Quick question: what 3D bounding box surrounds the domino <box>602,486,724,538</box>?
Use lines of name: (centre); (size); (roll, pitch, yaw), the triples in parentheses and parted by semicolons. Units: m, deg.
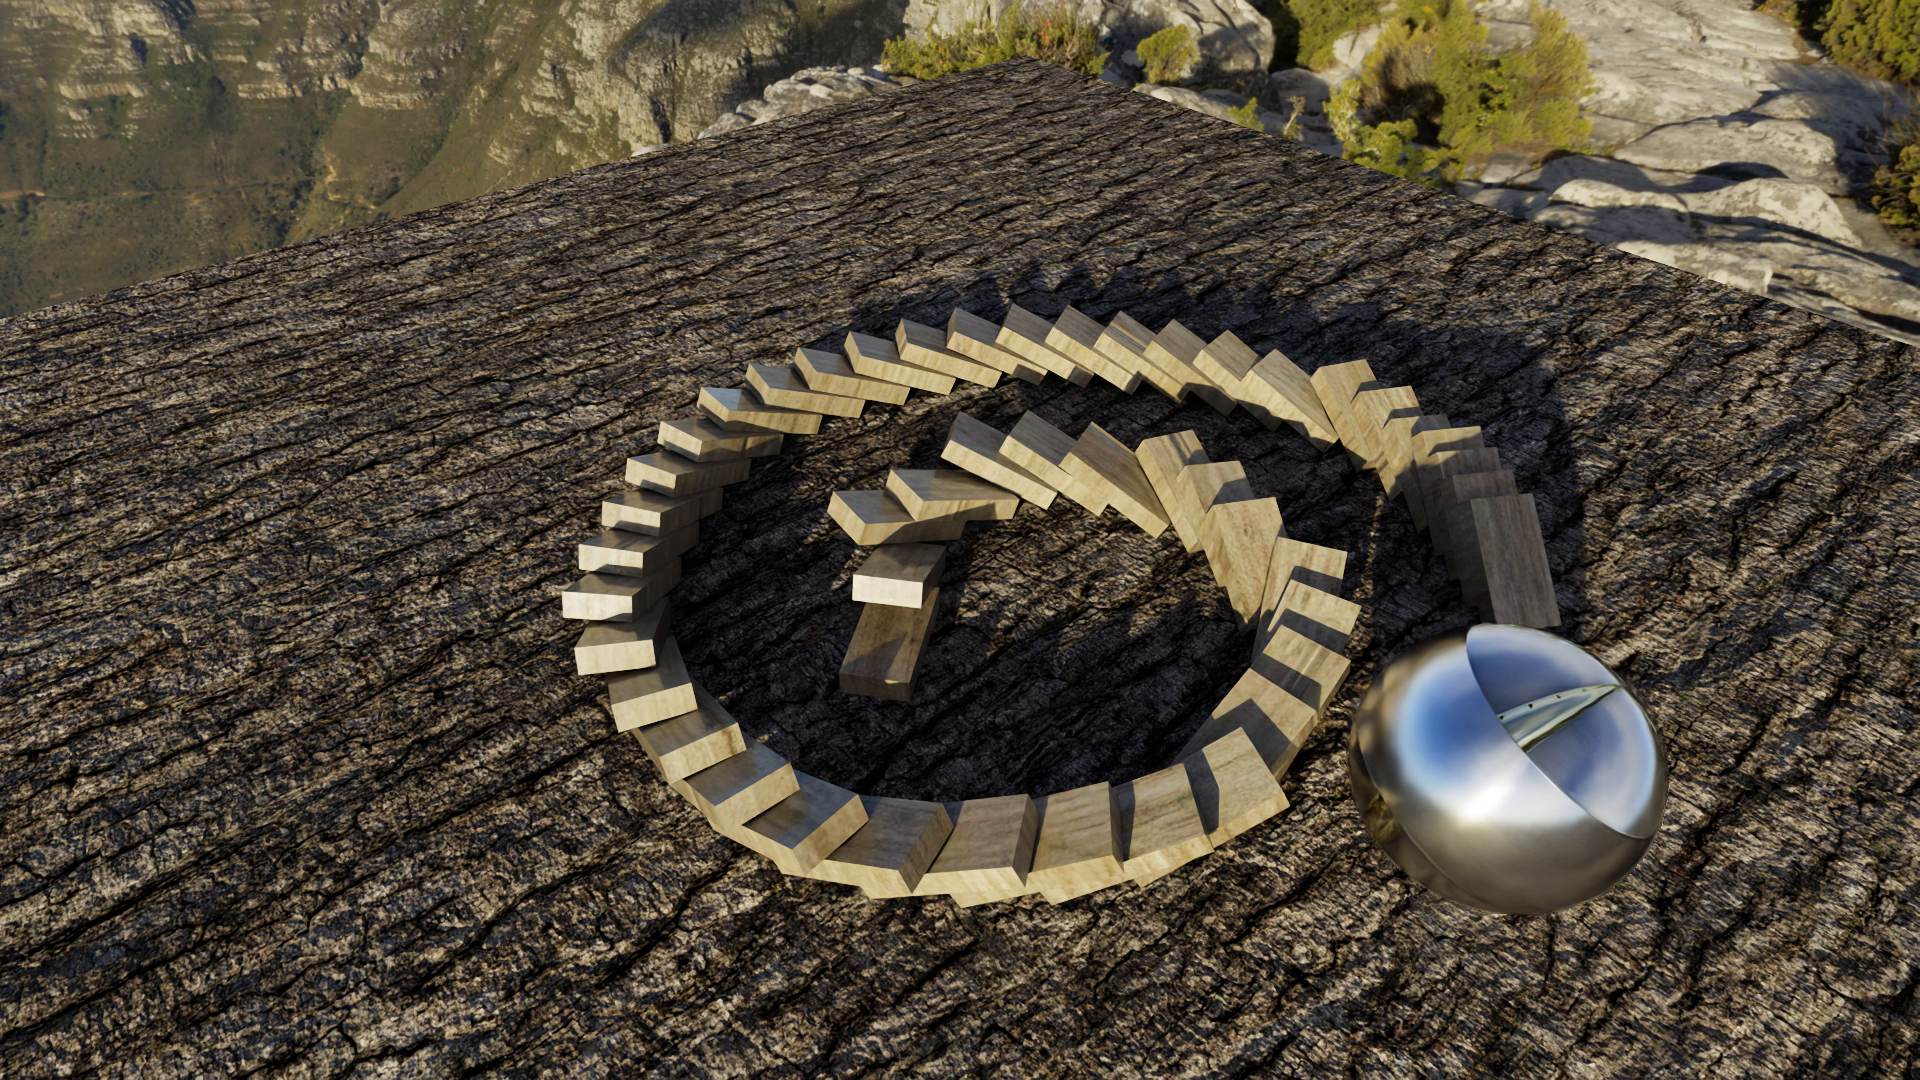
domino: (-0.119, -0.014, 0.445); (0.025, 0.010, 0.050); (11, 17, 14)

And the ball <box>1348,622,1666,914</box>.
ball: (0.152, 0.063, 0.310); (0.080, 0.080, 0.080); (0, 39, 0)

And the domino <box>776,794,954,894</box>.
domino: (-0.029, 0.087, 0.321); (0.050, 0.009, 0.025); (-5, 32, 36)

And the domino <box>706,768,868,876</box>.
domino: (-0.053, 0.081, 0.328); (0.050, 0.010, 0.025); (5, 33, 47)

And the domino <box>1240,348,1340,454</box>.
domino: (0.157, -0.065, 0.508); (0.050, 0.010, 0.025); (43, 52, 12)

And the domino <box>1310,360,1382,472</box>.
domino: (0.181, -0.056, 0.495); (0.025, 0.009, 0.050); (-12, 67, -17)

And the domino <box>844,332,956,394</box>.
domino: (-0.029, -0.086, 0.533); (0.050, 0.010, 0.025); (9, 33, -27)

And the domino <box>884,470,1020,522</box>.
domino: (-0.003, -0.019, 0.452); (0.050, 0.010, 0.025); (-3, 34, -39)

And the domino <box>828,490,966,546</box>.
domino: (-0.025, -0.010, 0.441); (0.050, 0.009, 0.025); (-3, 34, -39)

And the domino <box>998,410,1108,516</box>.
domino: (0.044, -0.033, 0.467); (0.050, 0.010, 0.025); (33, 40, 2)

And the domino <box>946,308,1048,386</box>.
domino: (0.018, -0.096, 0.544); (0.050, 0.010, 0.025); (20, 37, -14)

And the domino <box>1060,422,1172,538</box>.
domino: (0.068, -0.025, 0.457); (0.050, 0.010, 0.025); (37, 46, 2)

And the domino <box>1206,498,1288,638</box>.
domino: (0.112, 0.010, 0.414); (0.025, 0.010, 0.050); (-8, 68, -9)

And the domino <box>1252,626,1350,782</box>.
domino: (0.103, 0.055, 0.360); (0.025, 0.009, 0.050); (30, 73, 29)

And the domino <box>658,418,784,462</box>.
domino: (-0.104, -0.045, 0.482); (0.025, 0.010, 0.050); (25, 21, 28)

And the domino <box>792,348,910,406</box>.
domino: (-0.051, -0.078, 0.523); (0.050, 0.009, 0.025); (5, 32, -34)

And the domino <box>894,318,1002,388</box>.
domino: (-0.006, -0.092, 0.540); (0.050, 0.009, 0.025); (14, 35, -21)

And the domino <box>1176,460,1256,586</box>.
domino: (0.107, -0.007, 0.435); (0.025, 0.009, 0.050); (-6, 62, -18)

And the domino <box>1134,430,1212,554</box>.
domino: (0.095, -0.020, 0.452); (0.025, 0.010, 0.050); (-13, 65, -23)

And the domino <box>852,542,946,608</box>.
domino: (-0.022, 0.012, 0.413); (0.025, 0.010, 0.050); (6, 16, 8)

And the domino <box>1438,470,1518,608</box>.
domino: (0.202, -0.001, 0.421); (0.025, 0.009, 0.050); (-6, 79, -7)

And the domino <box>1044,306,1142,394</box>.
domino: (0.069, -0.094, 0.543); (0.050, 0.010, 0.025); (32, 44, 0)

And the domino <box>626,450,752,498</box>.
domino: (-0.114, -0.030, 0.464); (0.025, 0.009, 0.050); (19, 19, 21)

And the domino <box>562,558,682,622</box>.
domino: (-0.124, 0.017, 0.407); (0.025, 0.010, 0.050); (4, 15, 5)

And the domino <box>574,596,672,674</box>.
domino: (-0.117, 0.033, 0.387); (0.025, 0.010, 0.050); (-6, 15, -7)

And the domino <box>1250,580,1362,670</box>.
domino: (0.116, 0.041, 0.376); (0.025, 0.009, 0.050); (23, 70, 22)

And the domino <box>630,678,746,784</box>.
domino: (-0.090, 0.060, 0.354); (0.025, 0.010, 0.050); (-22, 20, -24)

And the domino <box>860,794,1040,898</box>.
domino: (-0.003, 0.089, 0.319); (0.050, 0.009, 0.025); (-12, 34, 25)

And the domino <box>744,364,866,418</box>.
domino: (-0.072, -0.069, 0.513); (0.050, 0.009, 0.025); (2, 32, -37)

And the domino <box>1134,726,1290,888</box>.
domino: (0.069, 0.080, 0.329); (0.050, 0.010, 0.025); (-30, 43, 5)

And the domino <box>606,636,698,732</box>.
domino: (-0.105, 0.047, 0.370); (0.025, 0.009, 0.050); (-15, 17, -17)

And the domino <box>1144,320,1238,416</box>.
domino: (0.116, -0.083, 0.530); (0.050, 0.010, 0.025); (39, 49, 7)

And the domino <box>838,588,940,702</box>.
domino: (-0.025, 0.036, 0.400); (0.025, 0.010, 0.050); (7, 40, 9)

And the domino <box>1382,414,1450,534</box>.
domino: (0.198, -0.028, 0.461); (0.025, 0.010, 0.050); (-6, 65, -7)

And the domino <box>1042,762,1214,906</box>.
domino: (0.046, 0.086, 0.322); (0.050, 0.009, 0.025); (-23, 39, 13)

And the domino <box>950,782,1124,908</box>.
domino: (0.022, 0.089, 0.319); (0.050, 0.010, 0.025); (-18, 36, 18)

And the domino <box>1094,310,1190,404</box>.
domino: (0.093, -0.089, 0.537); (0.050, 0.009, 0.025); (35, 46, 3)

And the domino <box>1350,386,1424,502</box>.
domino: (0.192, -0.042, 0.479); (0.025, 0.010, 0.050); (-8, 66, -10)

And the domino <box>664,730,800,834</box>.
domino: (-0.073, 0.072, 0.340); (0.025, 0.009, 0.050); (-27, 22, -29)

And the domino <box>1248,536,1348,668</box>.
domino: (0.121, 0.026, 0.395); (0.025, 0.009, 0.050); (13, 68, 13)

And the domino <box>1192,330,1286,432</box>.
domino: (0.137, -0.076, 0.521); (0.050, 0.009, 0.025); (43, 52, 11)

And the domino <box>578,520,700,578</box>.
domino: (-0.123, 0.001, 0.426); (0.025, 0.009, 0.050); (7, 16, 9)

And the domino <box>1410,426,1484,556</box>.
domino: (0.201, -0.020, 0.444); (0.025, 0.010, 0.050); (-6, 79, -7)

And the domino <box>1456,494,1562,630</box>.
domino: (0.204, 0.009, 0.409); (0.025, 0.009, 0.050); (-5, 79, -7)

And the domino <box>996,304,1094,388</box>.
domino: (0.044, -0.097, 0.546); (0.050, 0.010, 0.025); (27, 40, -6)

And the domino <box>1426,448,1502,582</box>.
domino: (0.202, -0.010, 0.433); (0.025, 0.009, 0.050); (-5, 79, -7)

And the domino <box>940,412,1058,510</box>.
domino: (0.018, -0.034, 0.468); (0.050, 0.010, 0.025); (26, 35, -8)

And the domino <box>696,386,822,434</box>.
domino: (-0.091, -0.059, 0.499); (0.050, 0.009, 0.025); (-3, 32, -44)

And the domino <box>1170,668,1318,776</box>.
domino: (0.086, 0.067, 0.345); (0.025, 0.010, 0.050); (34, 75, 35)
